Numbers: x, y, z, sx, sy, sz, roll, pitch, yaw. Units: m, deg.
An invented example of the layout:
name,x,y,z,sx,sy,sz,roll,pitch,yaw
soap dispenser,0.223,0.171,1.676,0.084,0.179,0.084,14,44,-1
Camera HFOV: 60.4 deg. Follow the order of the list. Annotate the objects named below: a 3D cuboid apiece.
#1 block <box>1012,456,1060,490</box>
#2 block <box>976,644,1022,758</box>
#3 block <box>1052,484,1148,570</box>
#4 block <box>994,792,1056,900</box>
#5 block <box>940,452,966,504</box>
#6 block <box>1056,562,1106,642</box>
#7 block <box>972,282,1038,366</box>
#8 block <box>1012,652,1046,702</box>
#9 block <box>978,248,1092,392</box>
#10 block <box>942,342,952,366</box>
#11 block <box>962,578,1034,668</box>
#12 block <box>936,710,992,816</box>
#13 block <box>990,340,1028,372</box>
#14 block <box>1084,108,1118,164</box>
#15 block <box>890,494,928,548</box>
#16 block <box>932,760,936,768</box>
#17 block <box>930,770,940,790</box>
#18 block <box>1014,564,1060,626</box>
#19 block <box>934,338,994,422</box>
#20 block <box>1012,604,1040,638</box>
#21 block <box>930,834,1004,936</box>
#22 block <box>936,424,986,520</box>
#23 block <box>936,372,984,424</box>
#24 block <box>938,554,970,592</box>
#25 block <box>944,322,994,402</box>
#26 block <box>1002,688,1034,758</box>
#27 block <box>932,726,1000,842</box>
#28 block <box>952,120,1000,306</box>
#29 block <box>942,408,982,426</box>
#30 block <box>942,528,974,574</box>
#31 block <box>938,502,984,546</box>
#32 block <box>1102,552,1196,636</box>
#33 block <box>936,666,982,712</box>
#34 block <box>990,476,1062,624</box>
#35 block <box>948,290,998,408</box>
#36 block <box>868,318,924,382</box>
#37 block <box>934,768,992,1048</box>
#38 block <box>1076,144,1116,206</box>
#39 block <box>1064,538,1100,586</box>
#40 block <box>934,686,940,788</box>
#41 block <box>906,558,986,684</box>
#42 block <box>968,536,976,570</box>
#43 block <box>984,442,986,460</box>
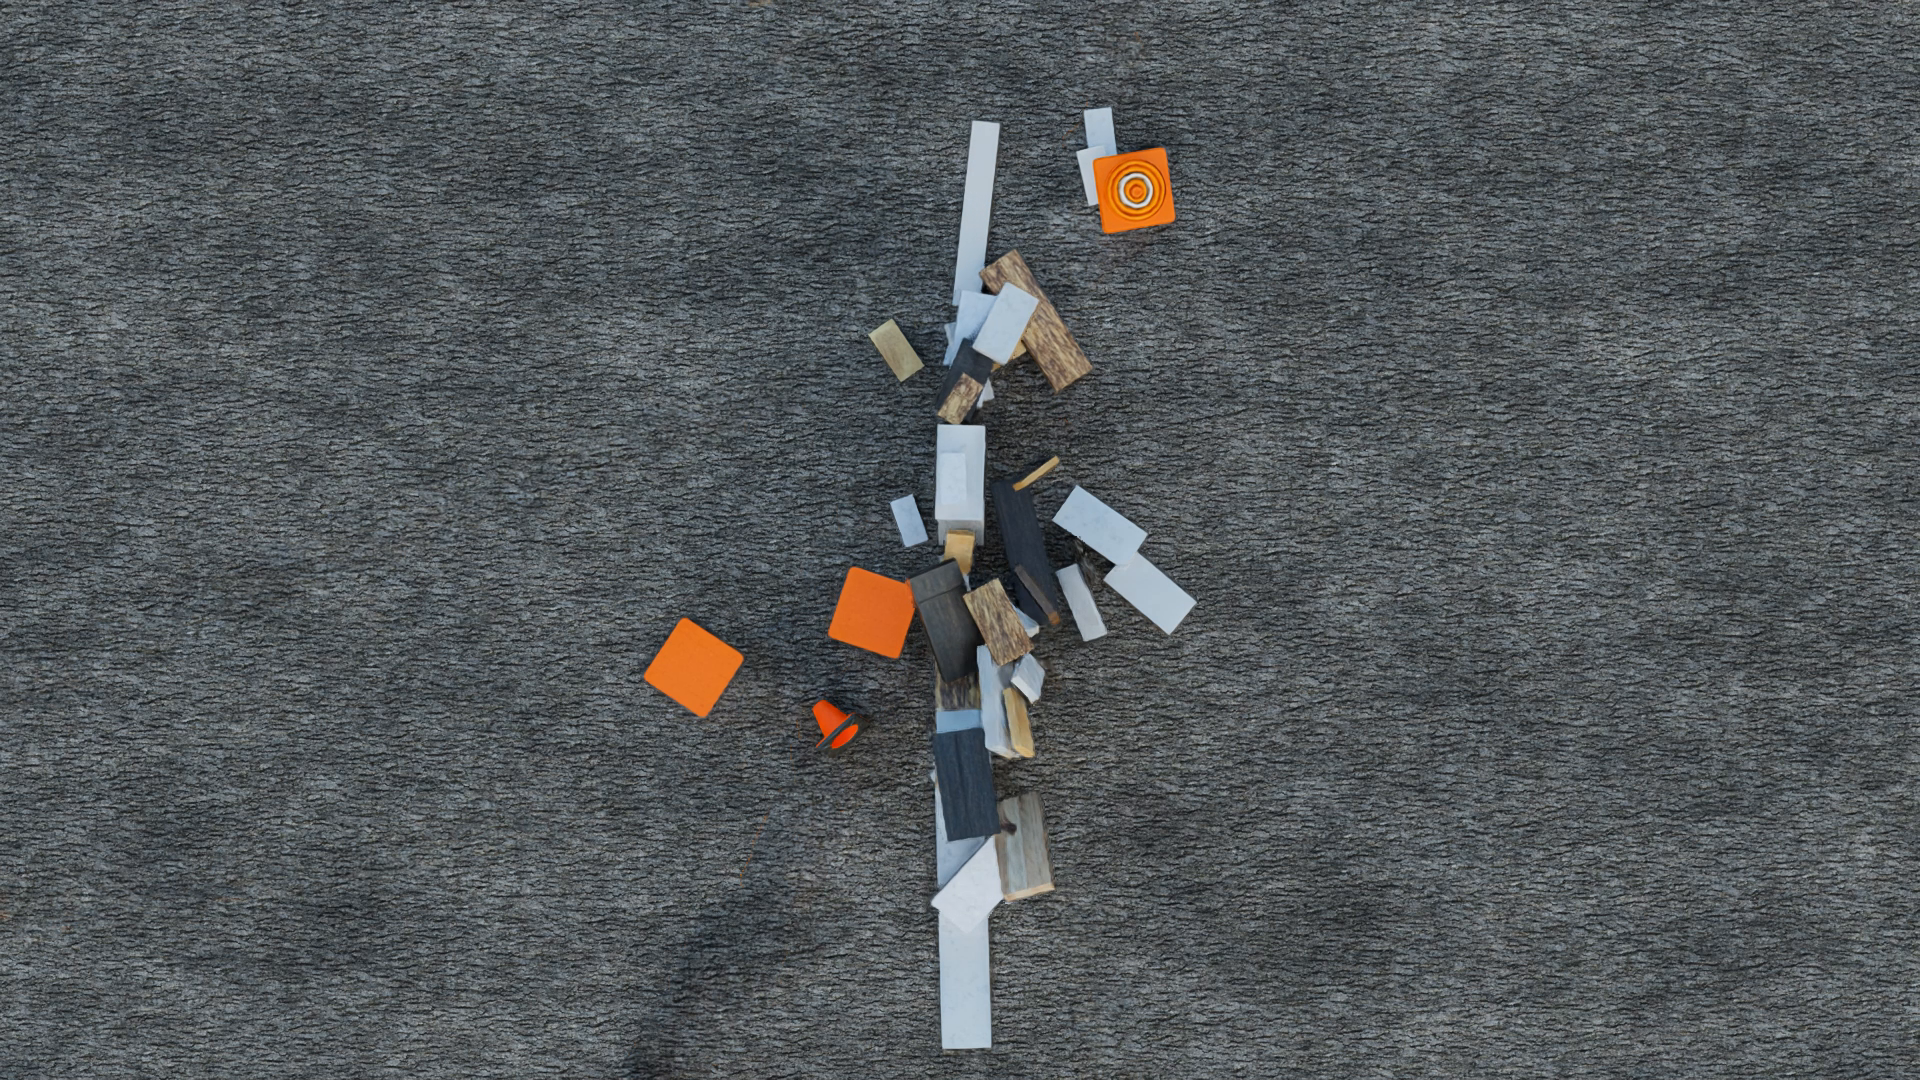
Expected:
name,x,y,z,sx,sy,sz,roll,pitch,yaw
block,0.250,-0.220,5.434,0.157,0.078,0.022,-36,96,-22
block,0.126,0.516,5.278,0.048,0.168,0.336,-16,65,24
block,0.464,-0.041,5.457,0.285,0.040,0.143,35,89,9
block,0.198,0.972,5.253,0.162,0.046,0.325,-18,51,13
block,-0.021,-0.192,5.153,0.080,0.023,0.160,-1,91,0
block,0.402,0.208,5.471,0.078,0.022,0.254,-23,90,29
block,0.147,-0.702,5.349,0.123,0.035,0.246,28,77,-6
block,0.222,0.438,5.328,0.029,0.204,0.102,-38,101,20
block,0.251,-0.726,5.466,0.143,0.040,0.471,-33,92,-3
block,-0.014,-0.628,5.473,0.059,0.017,0.117,14,71,0
block,0.122,0.263,5.245,0.126,0.036,0.253,-27,87,-6
block,0.015,0.712,5.286,0.165,0.047,0.329,-3,81,-3
block,0.119,-0.619,5.452,0.192,0.027,0.096,-32,94,-19
block,0.468,-1.341,5.487,0.091,0.026,0.182,-7,90,0
block,-0.169,-0.063,5.489,0.080,0.023,0.160,-19,90,0
block,0.005,0.821,5.434,0.118,0.033,0.236,-20,90,-3
block,0.012,0.835,5.397,0.118,0.033,0.236,-33,91,-6
block,0.249,0.180,5.349,0.029,0.102,0.204,-36,64,-2
block,0.020,-0.519,5.351,0.123,0.035,0.246,23,87,-7
block,0.127,0.254,5.381,0.126,0.036,0.253,-29,46,-29
block,0.069,1.121,5.391,0.162,0.046,0.325,41,104,0
block,0.001,-0.212,5.185,0.149,0.042,0.297,2,91,0
block,0.000,-0.451,5.319,0.080,0.023,0.160,32,86,-6
block,-0.018,0.115,5.436,0.086,0.024,0.172,-10,130,0
block,0.031,-0.589,5.451,0.096,0.027,0.273,-13,85,-30
block,0.186,0.580,5.232,0.029,0.102,0.204,-22,55,18
block,0.018,0.768,5.194,0.168,0.048,0.336,-8,81,-4
block,0.053,-1.082,5.487,0.091,0.026,0.615,6,90,0
block,0.001,-0.386,5.403,0.094,0.188,0.027,8,119,12
block,-0.006,0.036,5.319,0.086,0.172,0.024,7,45,-3
block,0.003,-0.055,5.354,0.148,0.297,0.042,0,68,0
block,0.629,0.168,5.480,0.285,0.040,0.143,40,90,0
block,0.002,0.459,5.413,0.165,0.047,0.329,0,68,-2
block,0.218,0.038,5.482,0.126,0.036,0.490,-14,90,0
block,0.036,-0.622,5.389,0.123,0.035,0.370,9,88,-7
block,-0.211,-0.630,5.486,0.096,0.027,0.192,-34,90,0
block,0.009,1.195,5.477,0.162,0.046,0.970,-2,90,0
block,0.451,-1.209,5.469,0.091,0.026,0.182,-14,101,1
block,0.403,0.074,5.460,0.022,0.078,0.157,-28,90,-23
block,0.001,0.641,5.388,0.165,0.047,0.329,-1,65,-3
block,-0.033,0.261,5.331,0.168,0.048,0.373,-22,105,-11
block,0.001,0.040,5.421,0.086,0.172,0.024,7,57,0
block,0.005,-0.242,5.353,0.148,0.297,0.042,2,71,0
